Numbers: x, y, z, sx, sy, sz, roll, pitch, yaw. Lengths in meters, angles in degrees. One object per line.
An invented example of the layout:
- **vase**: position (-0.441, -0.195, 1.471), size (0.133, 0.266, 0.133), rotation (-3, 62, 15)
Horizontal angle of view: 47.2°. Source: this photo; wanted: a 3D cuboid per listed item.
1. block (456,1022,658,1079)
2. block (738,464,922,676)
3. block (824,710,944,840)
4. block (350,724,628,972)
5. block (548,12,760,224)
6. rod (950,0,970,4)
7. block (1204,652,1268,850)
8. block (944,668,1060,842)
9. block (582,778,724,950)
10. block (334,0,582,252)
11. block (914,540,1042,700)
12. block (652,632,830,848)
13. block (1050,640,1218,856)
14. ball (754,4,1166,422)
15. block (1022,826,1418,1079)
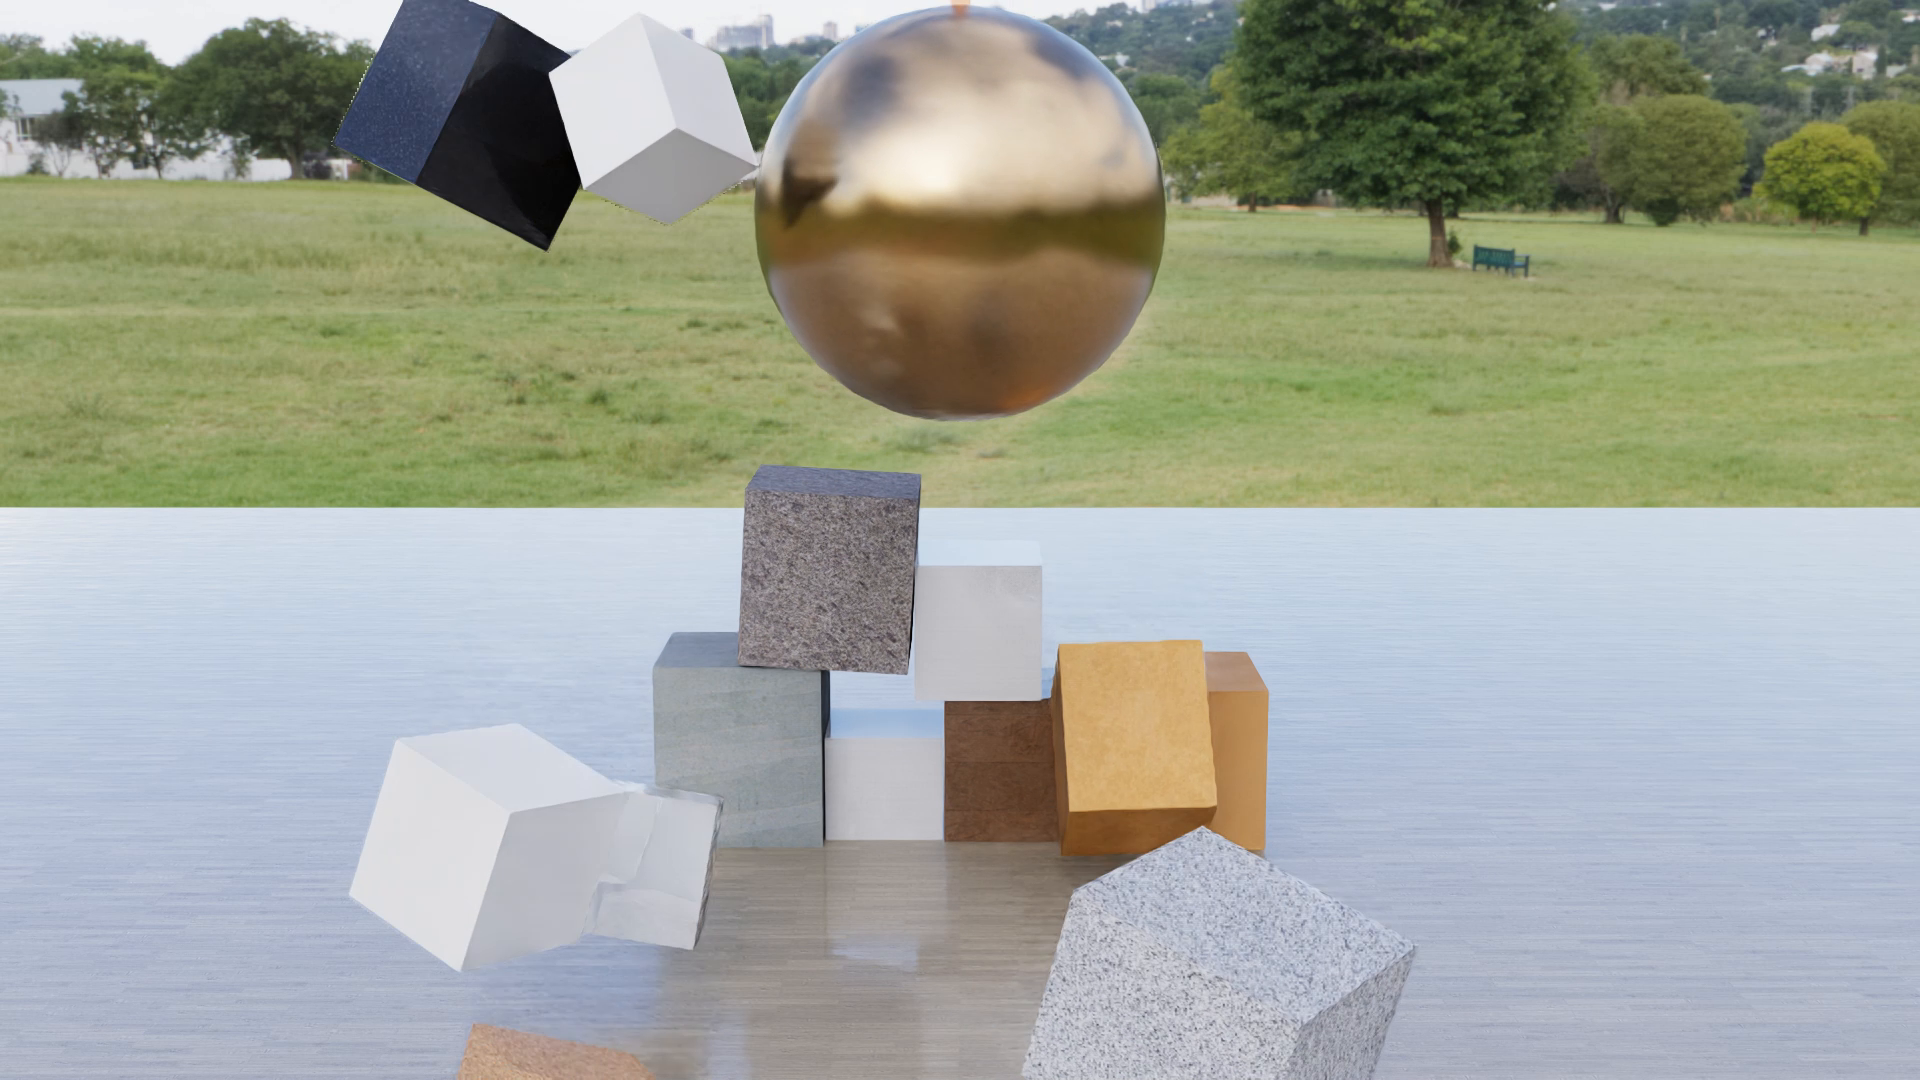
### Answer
- **block**: position (-1.275, 1.893, 6.797), size (0.539, 0.582, 0.558), rotation (18, -5, -23)
- **block**: position (-0.650, 0.135, 11.192), size (0.842, 0.878, 0.840), rotation (3, 10, 0)
- **block**: position (-0.385, 1.210, 11.415), size (0.594, 0.535, 0.571), rotation (0, 10, 0)
- **block**: position (-1.642, 1.058, 7.681), size (0.556, 0.601, 0.601), rotation (26, 14, 28)
- **block**: position (-1.113, -1.528, 8.012), size (0.434, 0.493, 0.502), rotation (-28, -20, 24)
- **rod**: position (0.000, -4.568, 9.304), size (0.080, 5.200, 0.080), rotation (0, -13, 0)
- **block**: position (1.105, 1.074, 11.366), size (0.844, 0.820, 0.856), rotation (0, 10, 0)
- **block**: position (0.297, 1.104, 11.397), size (0.751, 0.750, 0.642), rotation (0, 10, 0)
- **block**: position (-1.285, 1.328, 9.078), size (0.505, 0.583, 0.500), rotation (9, -3, -2)
- **block**: position (-1.815, -1.603, 8.330), size (0.576, 0.686, 0.664), rotation (28, 2, 39)
- **block**: position (0.092, 0.401, 11.250), size (0.632, 0.686, 0.696), rotation (0, 10, 0)
- **block**: position (-1.109, 1.017, 11.380), size (0.834, 0.928, 0.810), rotation (0, 10, 0)
- **block**: position (0.799, 0.979, 10.304), size (0.665, 0.811, 0.665), rotation (-2, -25, -2)
- **ball**: position (0.000, -1.256, 8.538), size (1.600, 1.600, 1.600), rotation (0, 10, 0)
- **block**: position (0.842, 1.529, 7.156), size (0.851, 0.706, 0.793), rotation (27, 24, 31)
